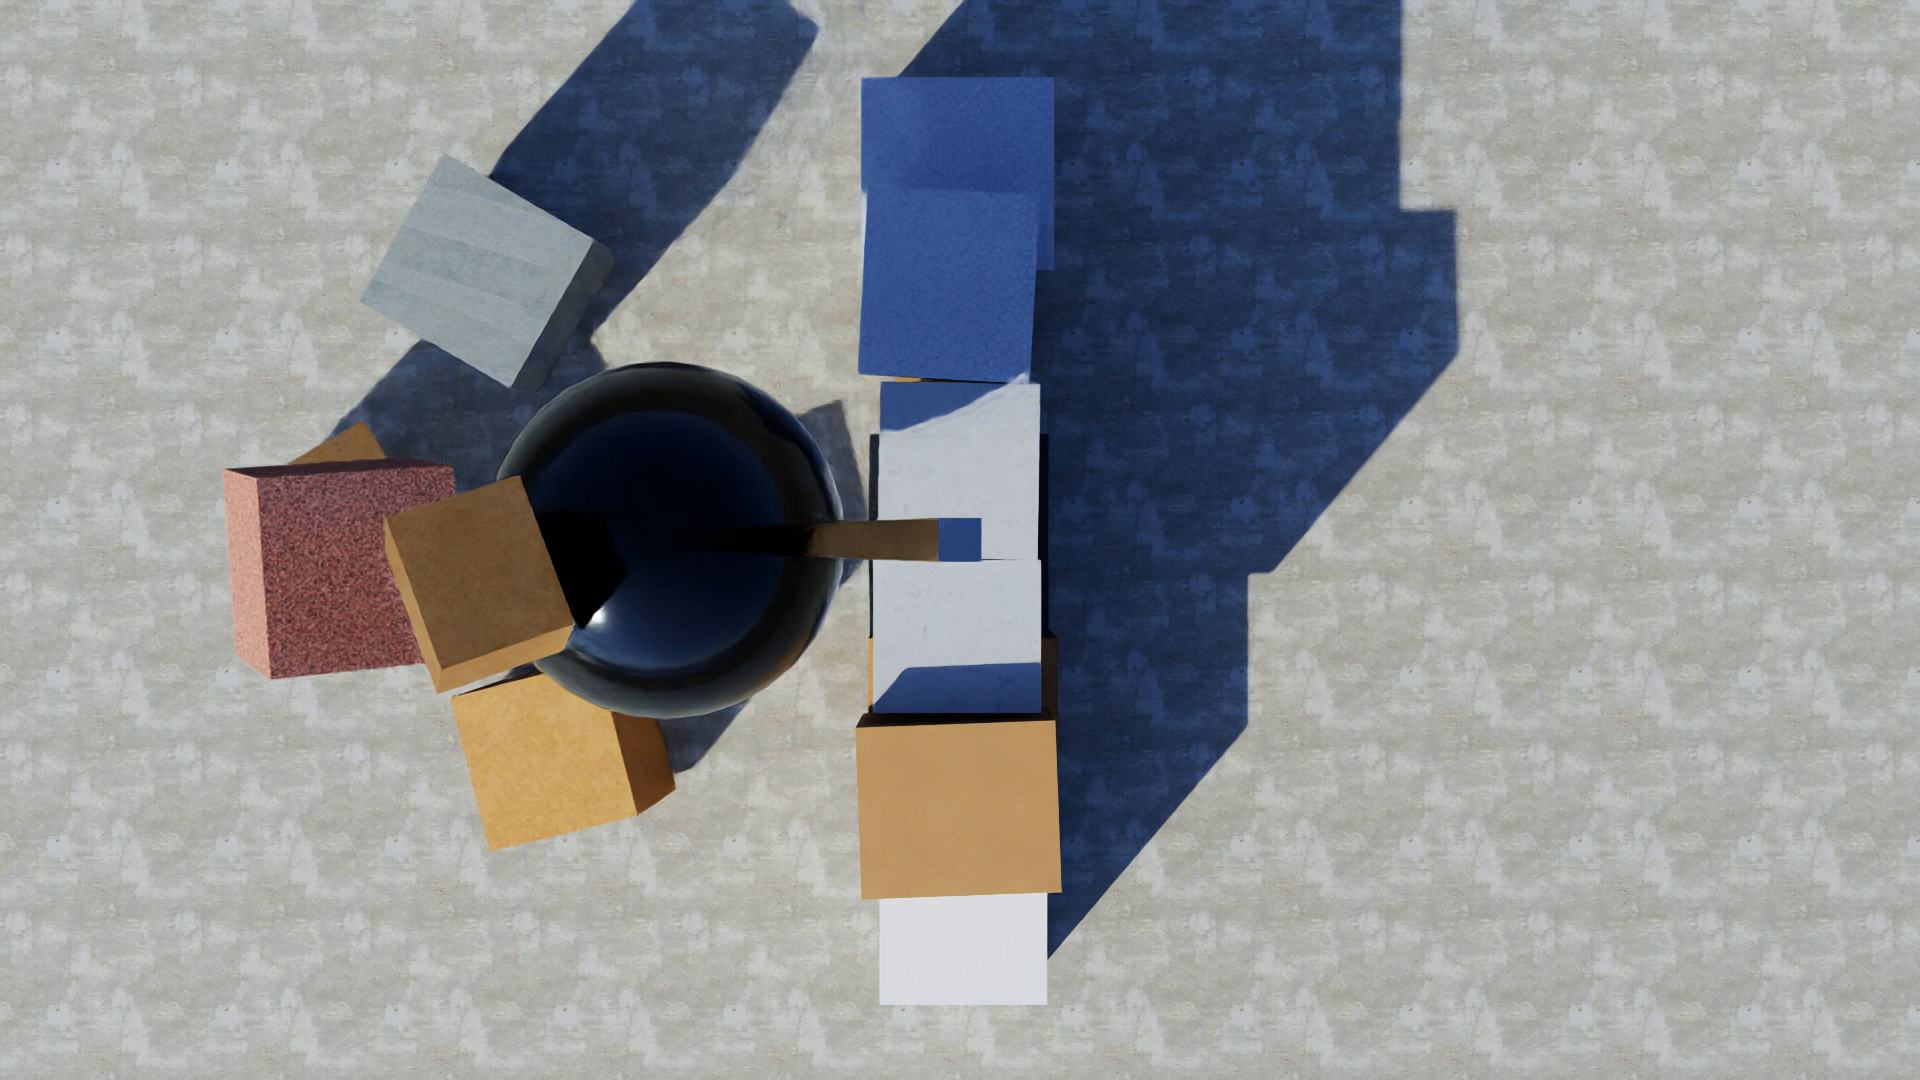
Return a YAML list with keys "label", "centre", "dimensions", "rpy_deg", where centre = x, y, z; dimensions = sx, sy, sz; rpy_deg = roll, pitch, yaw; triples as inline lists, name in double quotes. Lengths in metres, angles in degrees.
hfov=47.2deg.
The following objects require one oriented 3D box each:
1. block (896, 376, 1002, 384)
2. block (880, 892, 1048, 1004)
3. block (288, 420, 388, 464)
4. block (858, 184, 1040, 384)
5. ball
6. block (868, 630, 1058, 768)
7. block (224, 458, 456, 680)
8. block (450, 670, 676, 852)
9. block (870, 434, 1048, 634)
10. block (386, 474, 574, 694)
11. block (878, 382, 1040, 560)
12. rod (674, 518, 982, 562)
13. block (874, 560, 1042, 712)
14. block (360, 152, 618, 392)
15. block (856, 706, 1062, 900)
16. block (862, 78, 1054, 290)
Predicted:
- label: "block"
  centre: [0.005, -1.029, 12.650]
  dimensions: [0.727, 0.700, 0.873]
  rpy_deg: [0, 90, 0]
- label: "block"
  centre: [0.019, 2.048, 12.495]
  dimensions: [0.913, 1.011, 0.971]
  rpy_deg: [0, 90, 0]
- label: "block"
  centre: [-3.516, -0.081, 12.524]
  dimensions: [0.762, 0.721, 0.805]
  rpy_deg: [-33, 92, -18]
- label: "block"
  centre: [-0.057, -1.325, 11.601]
  dimensions: [0.875, 0.937, 0.953]
  rpy_deg: [3, 94, 0]
- label: "ball"
  centre: [-1.312, 0.000, 9.815]
  dimensions: [1.600, 1.600, 1.600]
  rpy_deg: [0, 90, 0]
- label: "block"
  centre: [0.017, 1.042, 12.452]
  dimensions: [1.026, 1.097, 1.023]
  rpy_deg: [0, 90, 0]
- label: "block"
  centre: [-2.787, 0.101, 9.919]
  dimensions: [0.836, 0.899, 0.862]
  rpy_deg: [-5, 96, -27]
- label: "block"
  centre: [-2.229, 1.164, 12.476]
  dimensions: [0.852, 0.956, 0.873]
  rpy_deg: [-14, 91, 6]
- label: "block"
  centre: [-0.005, -0.032, 12.536]
  dimensions: [0.981, 0.928, 1.102]
  rpy_deg: [0, 90, 0]
- label: "block"
  centre: [-1.929, 0.187, 8.795]
  dimensions: [0.538, 0.600, 0.631]
  rpy_deg: [-19, 83, -18]
- label: "block"
  centre: [-0.011, -0.345, 11.624]
  dimensions: [0.813, 0.901, 0.894]
  rpy_deg: [1, 89, -1]
- label: "rod"
  centre: [-0.568, 0.000, 6.497]
  dimensions: [0.080, 5.200, 0.080]
  rpy_deg: [0, 90, -13]
- label: "block"
  centre: [-0.015, 0.500, 11.549]
  dimensions: [0.855, 0.710, 0.777]
  rpy_deg: [0, 89, 0]
- label: "block"
  centre: [-2.645, -1.495, 12.477]
  dimensions: [0.949, 0.897, 0.935]
  rpy_deg: [30, 92, -1]
- label: "block"
  centre: [-0.008, 1.349, 11.444]
  dimensions: [1.000, 0.919, 0.859]
  rpy_deg: [-2, 90, 0]
- label: "block"
  centre: [-0.012, -2.009, 12.530]
  dimensions: [1.056, 0.940, 1.059]
  rpy_deg: [0, 90, 0]
